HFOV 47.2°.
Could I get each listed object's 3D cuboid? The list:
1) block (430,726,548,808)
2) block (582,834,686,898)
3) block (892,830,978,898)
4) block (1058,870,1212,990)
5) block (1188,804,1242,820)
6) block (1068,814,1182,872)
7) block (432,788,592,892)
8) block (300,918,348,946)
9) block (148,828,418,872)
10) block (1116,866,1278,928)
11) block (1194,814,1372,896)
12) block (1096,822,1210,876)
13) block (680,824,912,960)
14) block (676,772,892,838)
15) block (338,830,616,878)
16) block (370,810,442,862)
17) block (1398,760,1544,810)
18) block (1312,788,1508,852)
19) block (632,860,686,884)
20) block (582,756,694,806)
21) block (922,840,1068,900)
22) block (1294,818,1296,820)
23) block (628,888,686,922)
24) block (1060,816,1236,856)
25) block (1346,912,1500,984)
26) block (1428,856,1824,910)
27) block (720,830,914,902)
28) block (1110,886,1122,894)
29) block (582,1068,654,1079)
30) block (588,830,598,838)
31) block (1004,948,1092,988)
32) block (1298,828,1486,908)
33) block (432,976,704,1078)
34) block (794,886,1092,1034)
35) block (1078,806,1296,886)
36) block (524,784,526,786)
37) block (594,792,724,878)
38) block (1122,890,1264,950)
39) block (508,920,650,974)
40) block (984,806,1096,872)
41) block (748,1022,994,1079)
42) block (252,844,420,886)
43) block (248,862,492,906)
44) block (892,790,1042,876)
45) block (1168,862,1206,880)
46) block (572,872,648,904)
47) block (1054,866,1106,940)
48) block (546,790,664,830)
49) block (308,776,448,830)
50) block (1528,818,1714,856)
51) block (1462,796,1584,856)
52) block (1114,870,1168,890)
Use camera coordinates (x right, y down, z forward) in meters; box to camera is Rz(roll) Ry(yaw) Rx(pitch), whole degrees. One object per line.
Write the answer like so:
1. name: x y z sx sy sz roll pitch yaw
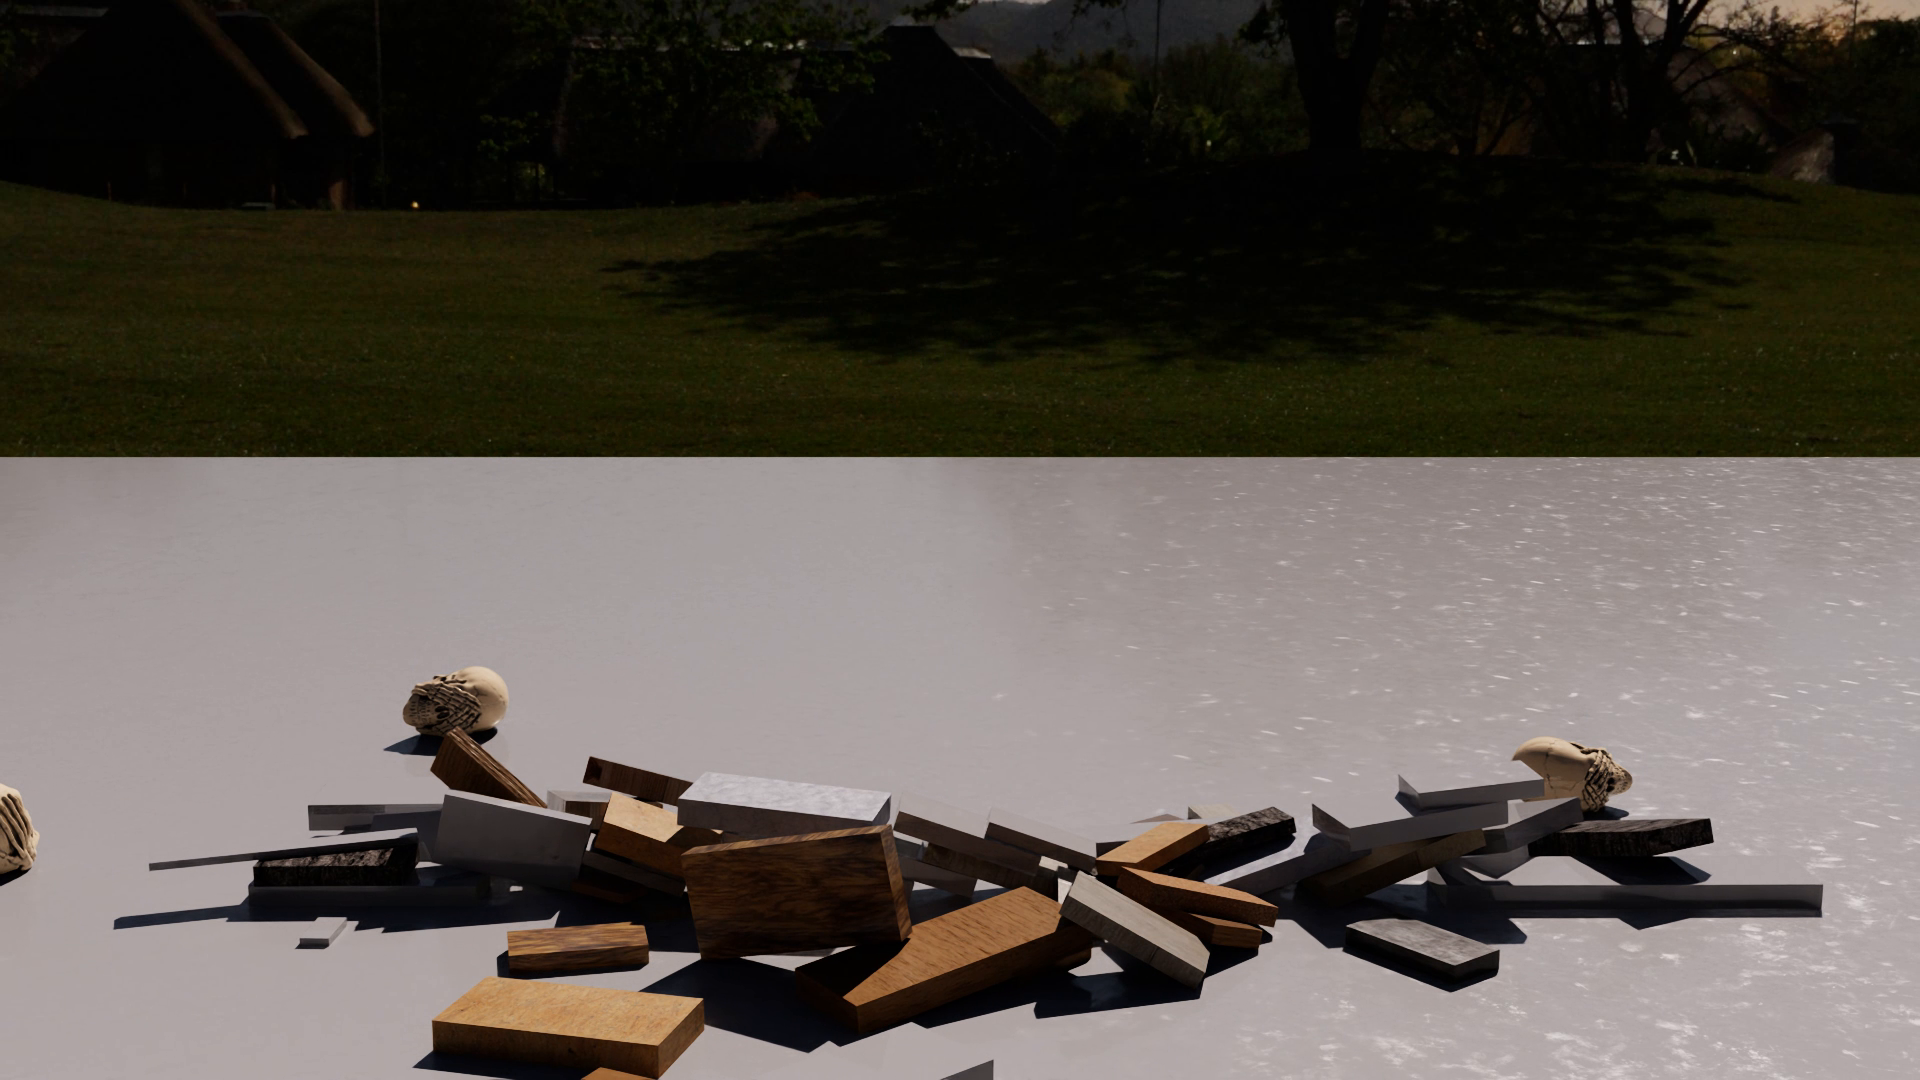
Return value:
1. block: -0.802 0.422 3.742 0.210 0.105 0.030 40 40 9
2. block: -0.537 0.539 3.646 0.174 0.025 0.087 20 9 -7
3. block: -0.093 0.524 3.653 0.245 0.035 0.122 17 10 -4
4. block: 0.265 0.587 3.316 0.230 0.033 0.115 29 15 5
5. block: 0.489 0.523 3.968 0.077 0.022 0.241 -3 11 -14
6. block: 0.290 0.538 3.857 0.310 0.033 0.115 -8 13 -37
7. block: -0.747 0.502 3.671 0.243 0.121 0.034 13 11 -3
8. block: -1.006 0.619 3.476 0.046 0.013 0.093 0 11 2
9. block: -1.123 0.514 3.662 0.428 0.013 0.046 -4 12 -18
10. block: 0.377 0.567 3.494 0.230 0.033 0.115 14 0 -23
11. block: 0.528 0.531 3.684 0.285 0.040 0.143 -17 14 -12
12. block: 0.319 0.512 3.642 0.185 0.026 0.092 -20 11 -42
13. block: -0.249 0.534 3.324 0.334 0.167 0.047 -9 5 20
14. block: -0.288 0.444 3.633 0.322 0.046 0.161 6 11 9
15. block: -0.822 0.532 3.854 0.499 0.047 0.165 3 11 13
16. block: -0.910 0.516 3.771 0.210 0.030 0.105 -5 47 7
17. block: 0.850 0.408 3.662 0.213 0.030 0.107 -6 12 -6
18. block: 0.747 0.454 3.655 0.285 0.040 0.143 -8 12 -15
19. block: -0.456 0.543 3.654 0.174 0.025 0.087 21 9 -5
20. block: -0.503 0.450 3.927 0.332 0.047 0.166 15 -7 -6
21. block: 0.060 0.536 3.658 0.245 0.035 0.122 18 10 -4
22. block: 0.631 0.530 3.933 0.154 0.022 0.077 9 14 39
23. block: -0.499 0.595 3.597 0.058 0.016 0.115 -6 12 -29
24. block: 0.337 0.513 3.804 0.428 0.024 0.085 -3 12 -7
25. block: 0.711 0.627 3.388 0.107 0.030 0.213 -8 13 -38
26. block: 1.102 0.570 3.664 0.616 0.041 0.145 0 11 -1
27. block: -0.237 0.524 3.660 0.322 0.046 0.161 16 10 -4
28. block: 0.268 0.581 3.683 0.092 0.013 0.046 -1 11 -7
29. block: -0.470 0.746 2.698 0.166 0.047 0.332 5 12 26
30. block: -0.574 0.528 3.737 0.115 0.016 0.058 30 17 33
31. block: 0.113 0.637 3.351 0.085 0.024 0.169 10 14 43
32. block: 0.718 0.524 3.685 0.285 0.040 0.143 -20 15 -11
33. block: -0.544 0.677 3.069 0.334 0.047 0.167 3 11 14
34. block: -0.021 0.621 3.272 0.422 0.047 0.167 -14 17 -33
35. block: 0.382 0.517 3.698 0.359 0.026 0.092 -14 8 -12
36. block: -0.785 0.489 3.956 0.013 0.093 0.046 -2 11 -18
37. block: -0.437 0.514 3.641 0.322 0.046 0.161 20 9 -7
38. block: 0.363 0.596 3.468 0.107 0.030 0.213 15 -1 -38
39. block: -0.589 0.627 3.387 0.210 0.030 0.105 -2 11 -13
40. block: 0.134 0.494 3.639 0.185 0.026 0.092 19 10 0
41. block: -0.135 0.717 2.856 0.332 0.047 0.166 -9 14 -41
42. block: -1.036 0.539 3.661 0.243 0.034 0.121 0 11 -1
43. block: -0.980 0.573 3.667 0.375 0.034 0.122 0 11 1
44. block: 0.013 0.485 3.646 0.245 0.035 0.122 18 10 -2
45. block: 0.359 0.565 3.643 0.092 0.013 0.046 -37 19 -26
46. block: -0.577 0.573 3.624 0.115 0.016 0.058 7 13 34
47. block: 0.194 0.581 3.531 0.085 0.024 0.169 18 16 -3
48. block: -0.633 0.478 3.889 0.165 0.047 0.329 4 -4 -16
49. block: -0.978 0.470 3.932 0.329 0.047 0.165 0 11 -2
50. block: 1.126 0.510 3.766 0.145 0.041 0.290 -6 -5 -28
51. block: 0.952 0.500 3.827 0.145 0.041 0.290 -13 -3 41
52. block: 0.300 0.561 3.663 0.092 0.013 0.046 -12 8 6
